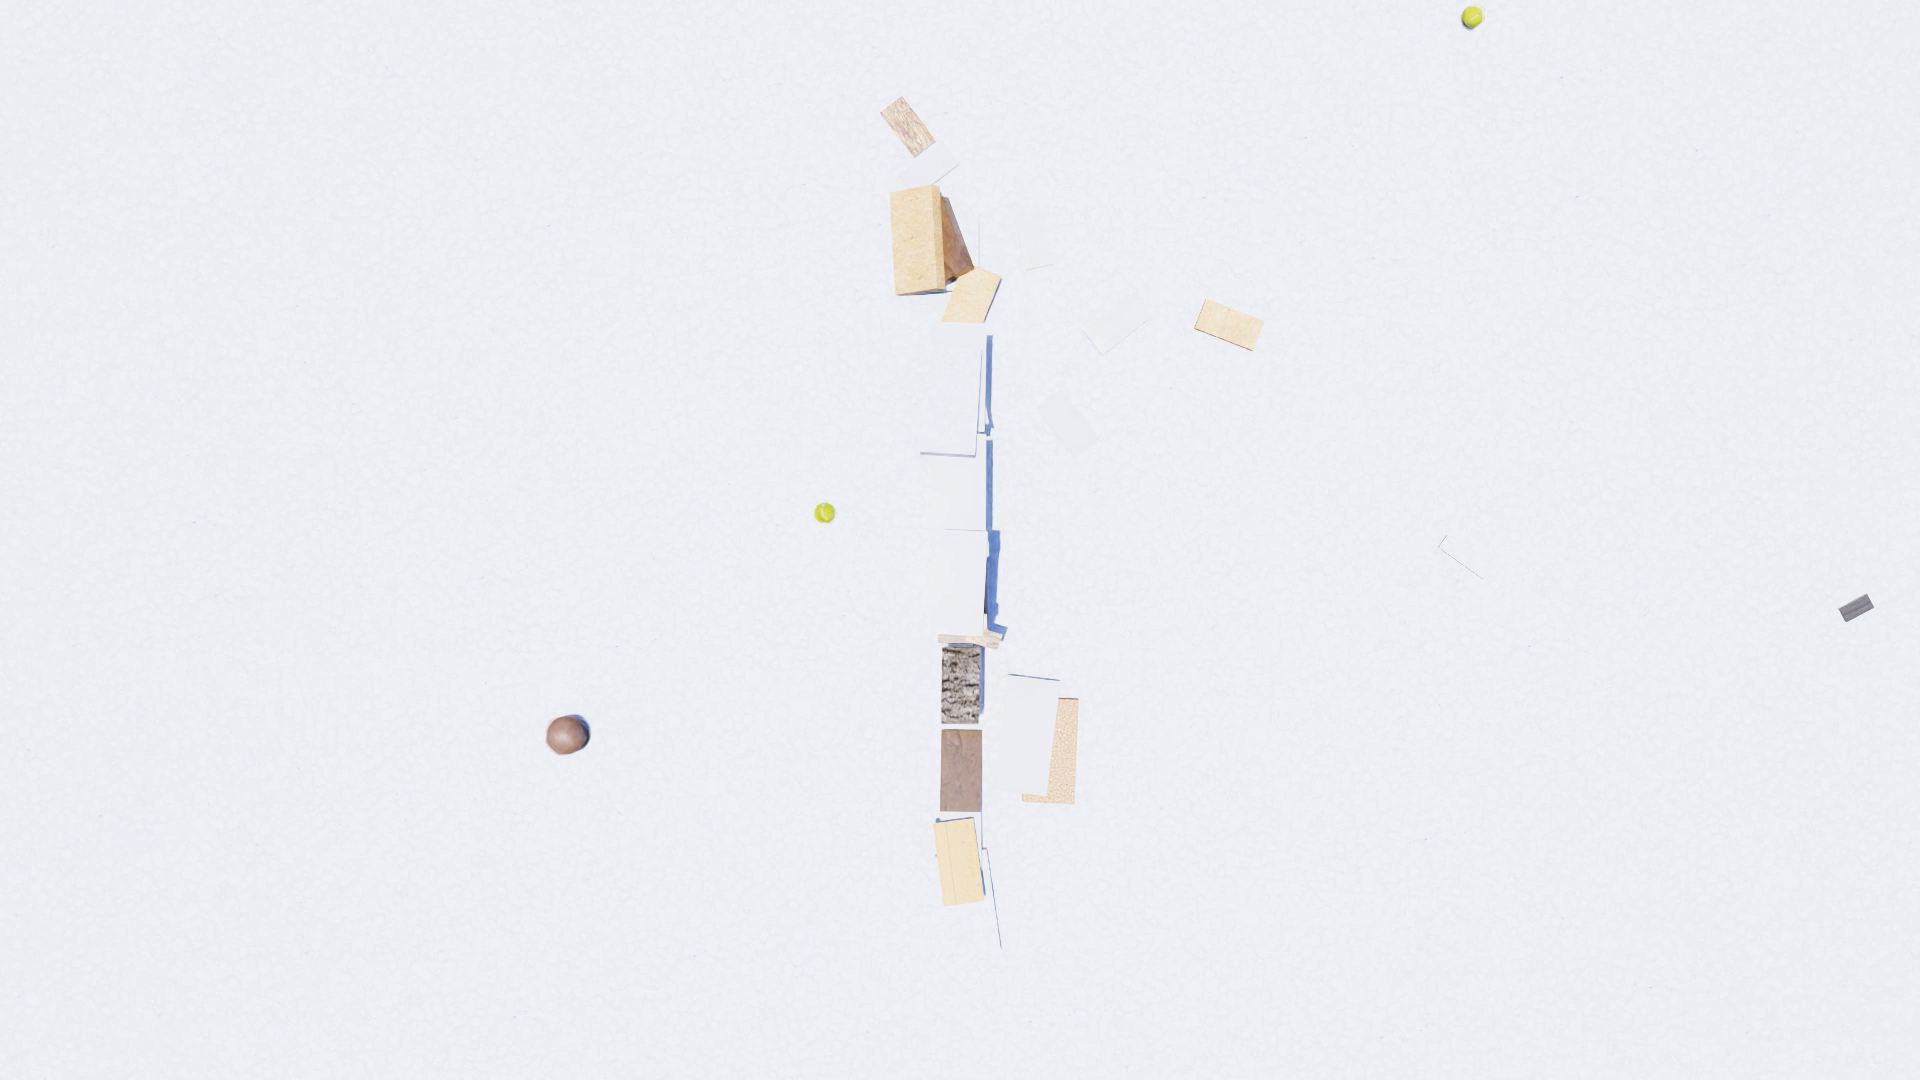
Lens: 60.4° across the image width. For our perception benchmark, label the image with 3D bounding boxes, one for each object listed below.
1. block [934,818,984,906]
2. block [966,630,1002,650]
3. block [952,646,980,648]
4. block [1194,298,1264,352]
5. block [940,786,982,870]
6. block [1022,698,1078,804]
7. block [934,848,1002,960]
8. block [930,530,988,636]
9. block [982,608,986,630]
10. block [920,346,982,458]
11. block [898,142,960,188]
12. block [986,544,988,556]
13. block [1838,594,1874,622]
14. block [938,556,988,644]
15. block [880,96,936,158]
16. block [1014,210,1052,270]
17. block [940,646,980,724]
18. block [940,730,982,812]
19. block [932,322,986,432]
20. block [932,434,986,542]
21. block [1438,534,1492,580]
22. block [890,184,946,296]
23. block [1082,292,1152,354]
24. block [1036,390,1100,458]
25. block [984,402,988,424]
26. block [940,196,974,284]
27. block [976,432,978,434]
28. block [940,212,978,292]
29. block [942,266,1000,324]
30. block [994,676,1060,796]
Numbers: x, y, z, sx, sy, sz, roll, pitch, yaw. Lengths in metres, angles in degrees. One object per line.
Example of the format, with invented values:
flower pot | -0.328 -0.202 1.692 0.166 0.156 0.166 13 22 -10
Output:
block | -0.004 1.053 5.389 0.134 0.038 0.267 -8 77 0
block | 0.075 0.304 5.136 0.103 0.015 0.051 18 90 0
block | 0.003 0.375 5.378 0.121 0.242 0.034 1 92 0
block | 0.895 -0.715 5.485 0.208 0.029 0.104 21 90 0
block | 0.003 0.951 5.450 0.134 0.038 0.267 -1 77 2
block | 0.299 0.697 5.476 0.173 0.049 0.346 2 90 0
block | 0.027 1.207 5.476 0.173 0.049 0.346 -8 90 0
block | -0.004 0.124 4.817 0.152 0.043 0.304 3 90 0
block | 0.002 0.239 4.991 0.152 0.304 0.043 -2 91 0
block | -0.028 -0.429 5.110 0.169 0.048 0.338 4 81 1
block | -0.103 -1.232 5.487 0.185 0.026 0.092 -37 90 0
block | 0.008 0.029 4.991 0.152 0.304 0.043 0 89 0
block | 2.985 0.227 5.493 0.103 0.015 0.051 -28 90 0
block | 0.008 0.165 5.166 0.156 0.044 0.312 -1 90 0
block | -0.173 -1.373 5.487 0.092 0.026 0.185 -37 90 0
block | 0.244 -0.998 5.487 0.092 0.026 0.184 -12 90 0
block | 0.001 0.463 5.239 0.121 0.034 0.242 1 90 0
block | 0.003 0.765 5.452 0.134 0.038 0.267 1 77 1
block | -0.005 -0.511 5.187 0.169 0.048 0.338 1 91 0
block | -0.004 -0.161 5.141 0.167 0.047 0.335 0 90 0
block | 1.682 0.056 5.493 0.183 0.015 0.051 35 90 0
block | -0.141 -0.985 5.433 0.169 0.048 0.338 -3 90 34
block | 0.523 -0.719 5.485 0.208 0.029 0.104 -38 90 0
block | 0.358 -0.387 5.485 0.104 0.029 0.208 -37 90 0
block | 0.008 -0.482 5.229 0.126 0.036 0.252 -10 91 0
block | -0.055 -0.983 5.426 0.130 0.037 0.259 -27 77 32
block | -0.005 -0.371 5.374 0.126 0.252 0.036 0 91 0
block | -0.003 -0.956 5.482 0.130 0.037 0.259 0 90 0
block | 0.027 -0.774 5.455 0.130 0.037 0.259 21 100 -4
block | 0.219 0.642 5.427 0.173 0.049 0.374 7 90 0
